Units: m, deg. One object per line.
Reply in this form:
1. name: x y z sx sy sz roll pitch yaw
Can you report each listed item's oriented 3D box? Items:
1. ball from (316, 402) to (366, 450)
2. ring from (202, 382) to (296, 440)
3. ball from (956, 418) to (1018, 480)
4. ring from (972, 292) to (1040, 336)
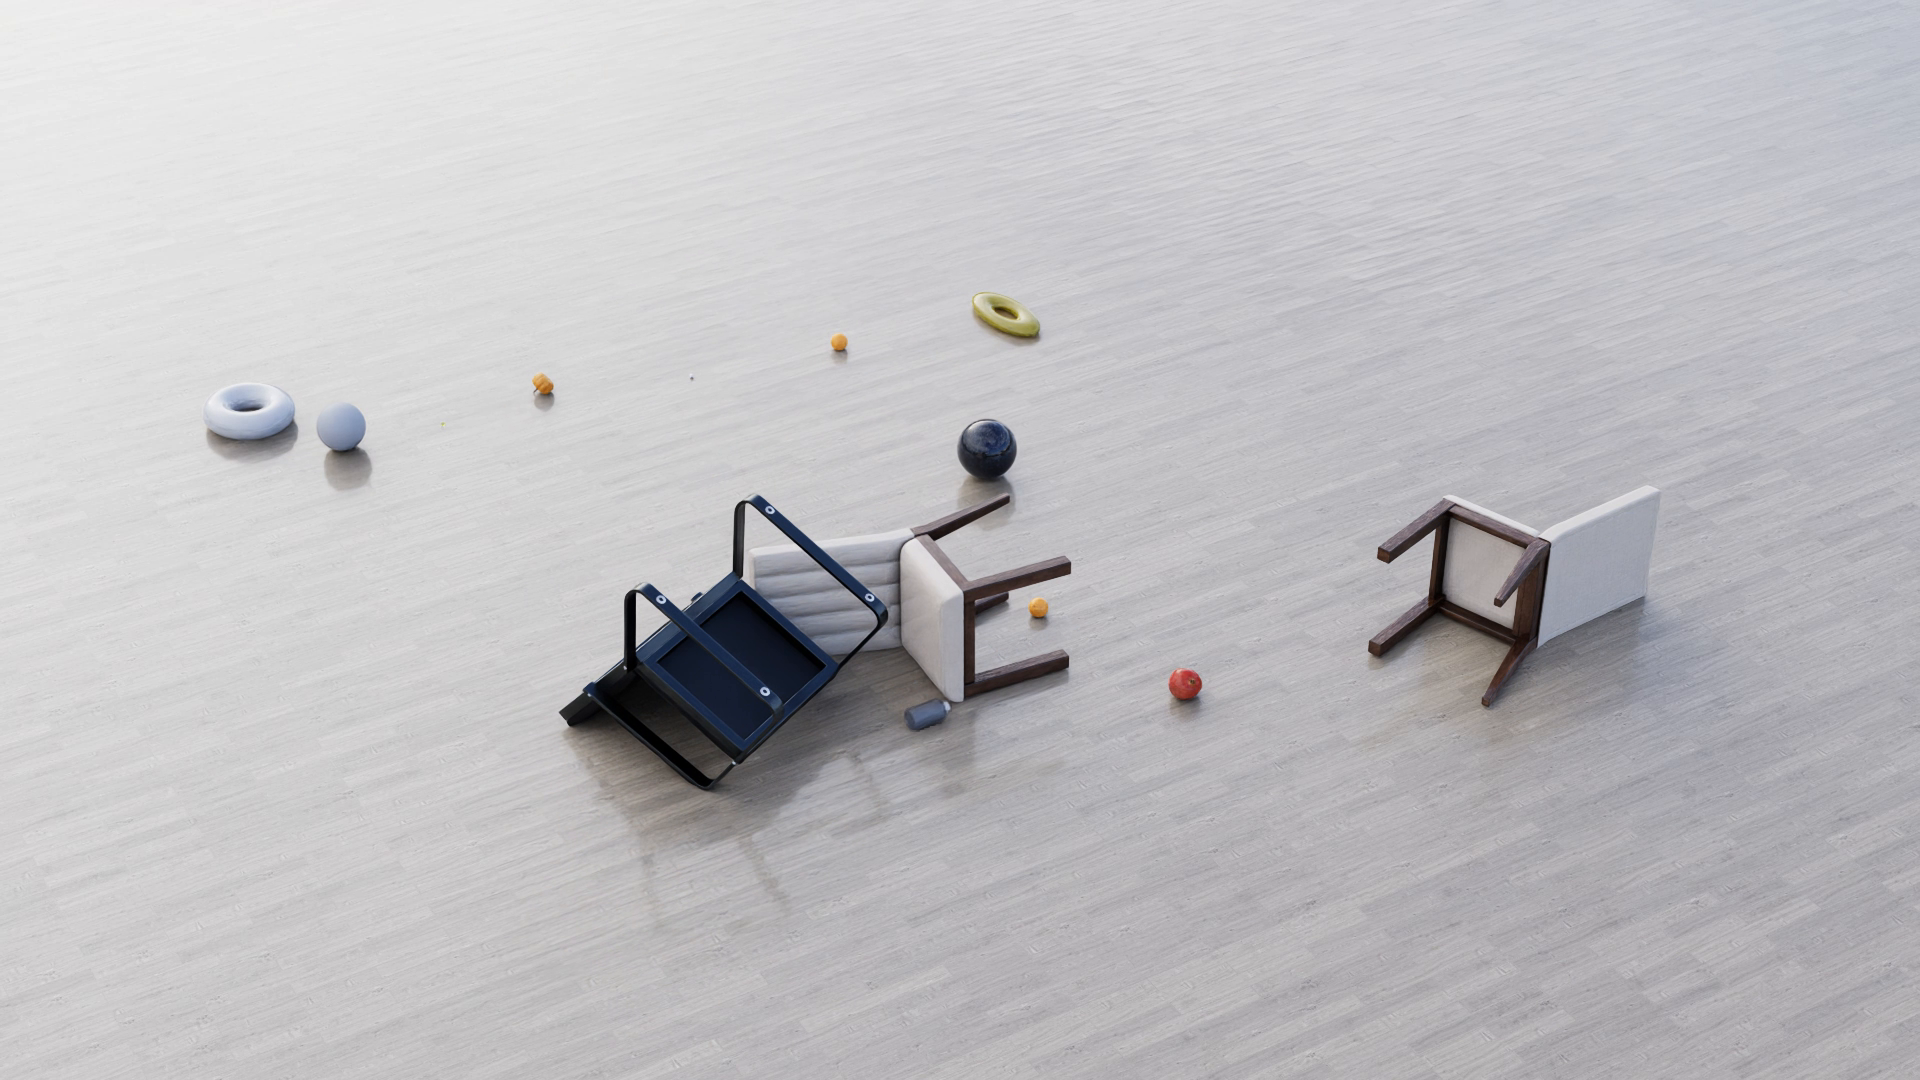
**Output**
1. ball: -2.415 -0.443 11.444 0.191 0.191 0.191 0 33 0
2. ring: -2.822 -0.513 11.628 0.387 0.106 0.353 26 41 35
3. ball: 0.104 -0.351 11.264 0.234 0.234 0.234 0 33 0
4. ring: 0.192 -0.950 12.339 0.193 0.053 0.412 -23 40 -29
